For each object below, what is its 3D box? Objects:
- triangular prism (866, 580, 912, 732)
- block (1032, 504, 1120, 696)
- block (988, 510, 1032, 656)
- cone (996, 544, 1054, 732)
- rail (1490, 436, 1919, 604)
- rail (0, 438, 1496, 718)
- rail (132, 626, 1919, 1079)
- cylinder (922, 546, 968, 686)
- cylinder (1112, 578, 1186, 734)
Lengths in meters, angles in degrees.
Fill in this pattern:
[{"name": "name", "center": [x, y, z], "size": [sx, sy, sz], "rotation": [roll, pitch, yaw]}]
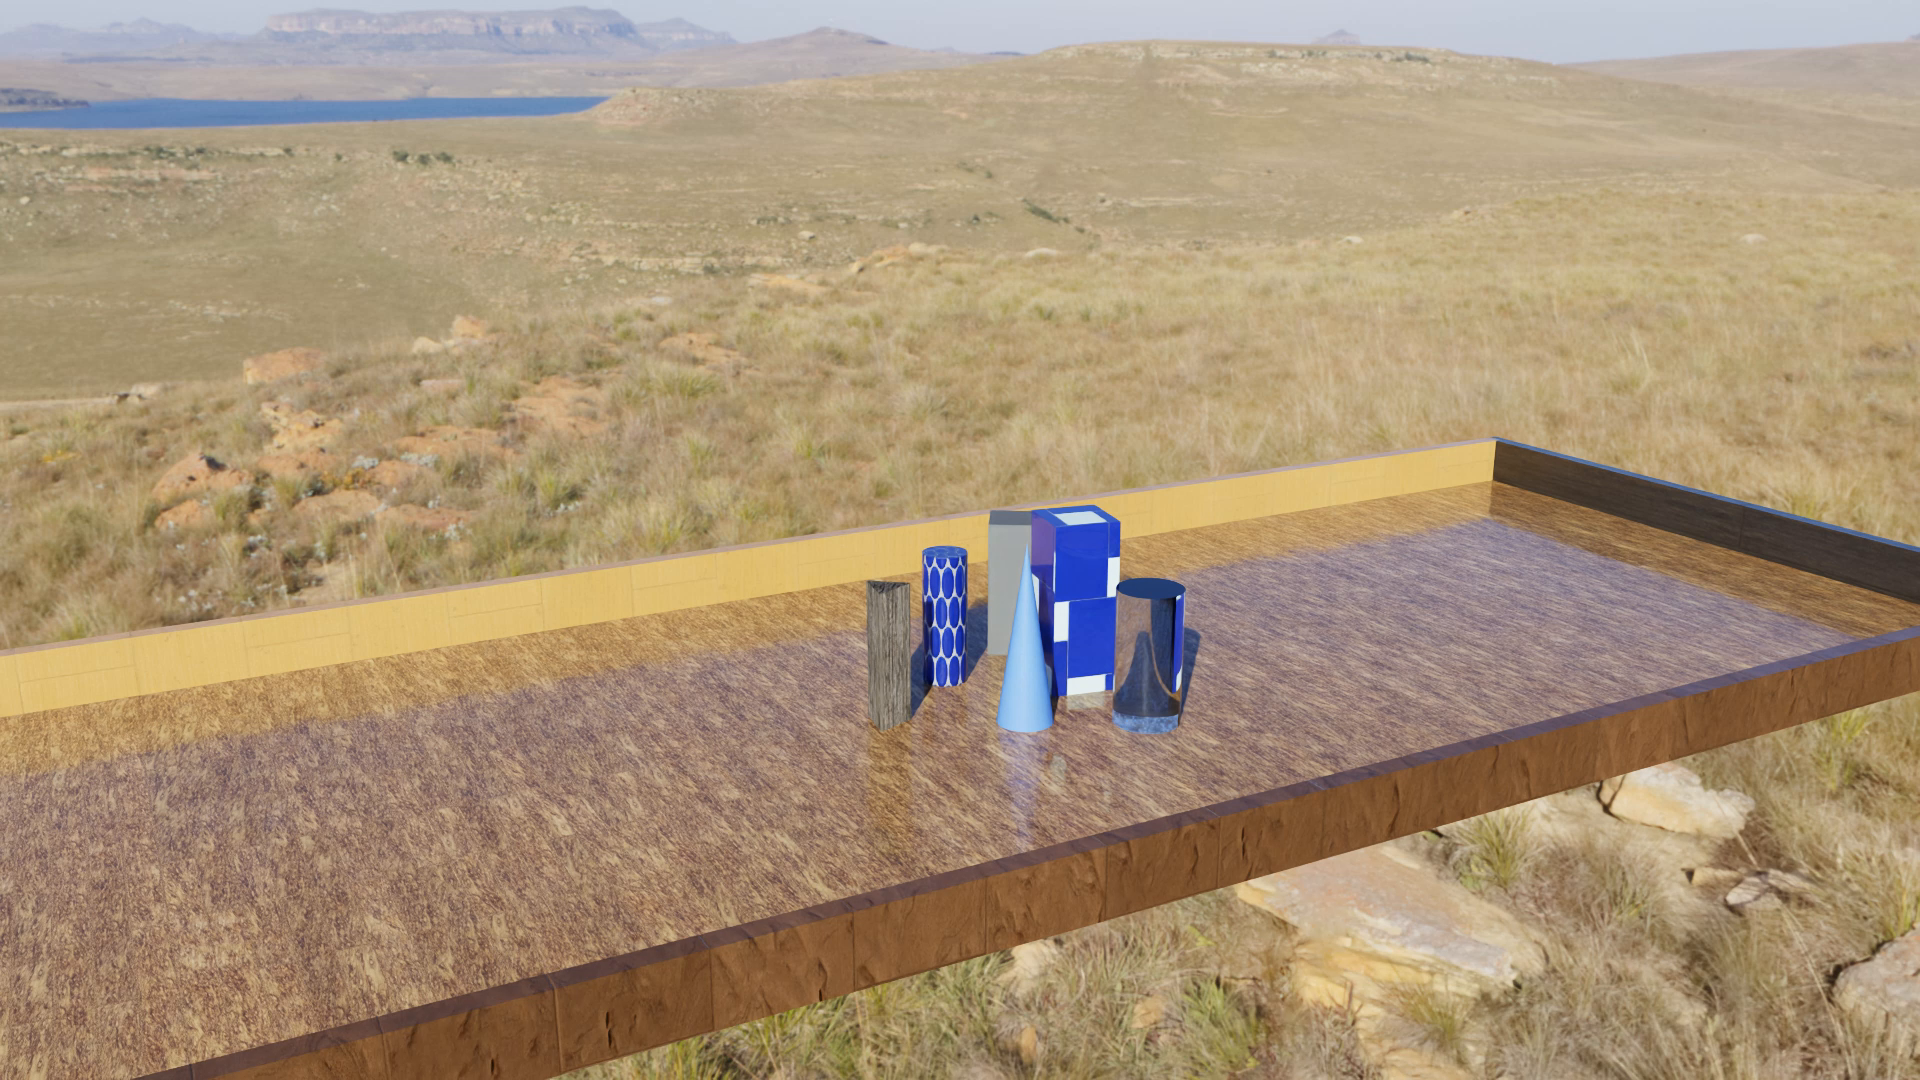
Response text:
[{"name": "triangular prism", "center": [-0.183, 0.265, 3.856], "size": [0.089, 0.337, 0.102], "rotation": [13, 21, 38]}, {"name": "block", "center": [0.282, 0.148, 4.085], "size": [0.167, 0.432, 0.167], "rotation": [-5, 17, -17]}, {"name": "block", "center": [0.147, 0.112, 4.343], "size": [0.141, 0.355, 0.141], "rotation": [1, 16, 3]}, {"name": "cone", "center": [0.154, 0.217, 3.838], "size": [0.136, 0.439, 0.136], "rotation": [0, 16, 0]}, {"name": "rail", "center": [2.466, -0.048, 5.253], "size": [0.050, 0.150, 2.100], "rotation": [-9, 18, -27]}, {"name": "rail", "center": [-3.305, 0.497, 3.399], "size": [12.000, 0.150, 0.050], "rotation": [-9, 18, -27]}, {"name": "rail", "center": [-2.336, 1.006, 1.665], "size": [12.000, 0.150, 0.050], "rotation": [-9, 18, -27]}, {"name": "cylinder", "center": [-0.037, 0.190, 4.118], "size": [0.113, 0.333, 0.113], "rotation": [0, 16, 0]}, {"name": "cylinder", "center": [0.441, 0.269, 3.855], "size": [0.161, 0.329, 0.161], "rotation": [0, 16, 0]}]
